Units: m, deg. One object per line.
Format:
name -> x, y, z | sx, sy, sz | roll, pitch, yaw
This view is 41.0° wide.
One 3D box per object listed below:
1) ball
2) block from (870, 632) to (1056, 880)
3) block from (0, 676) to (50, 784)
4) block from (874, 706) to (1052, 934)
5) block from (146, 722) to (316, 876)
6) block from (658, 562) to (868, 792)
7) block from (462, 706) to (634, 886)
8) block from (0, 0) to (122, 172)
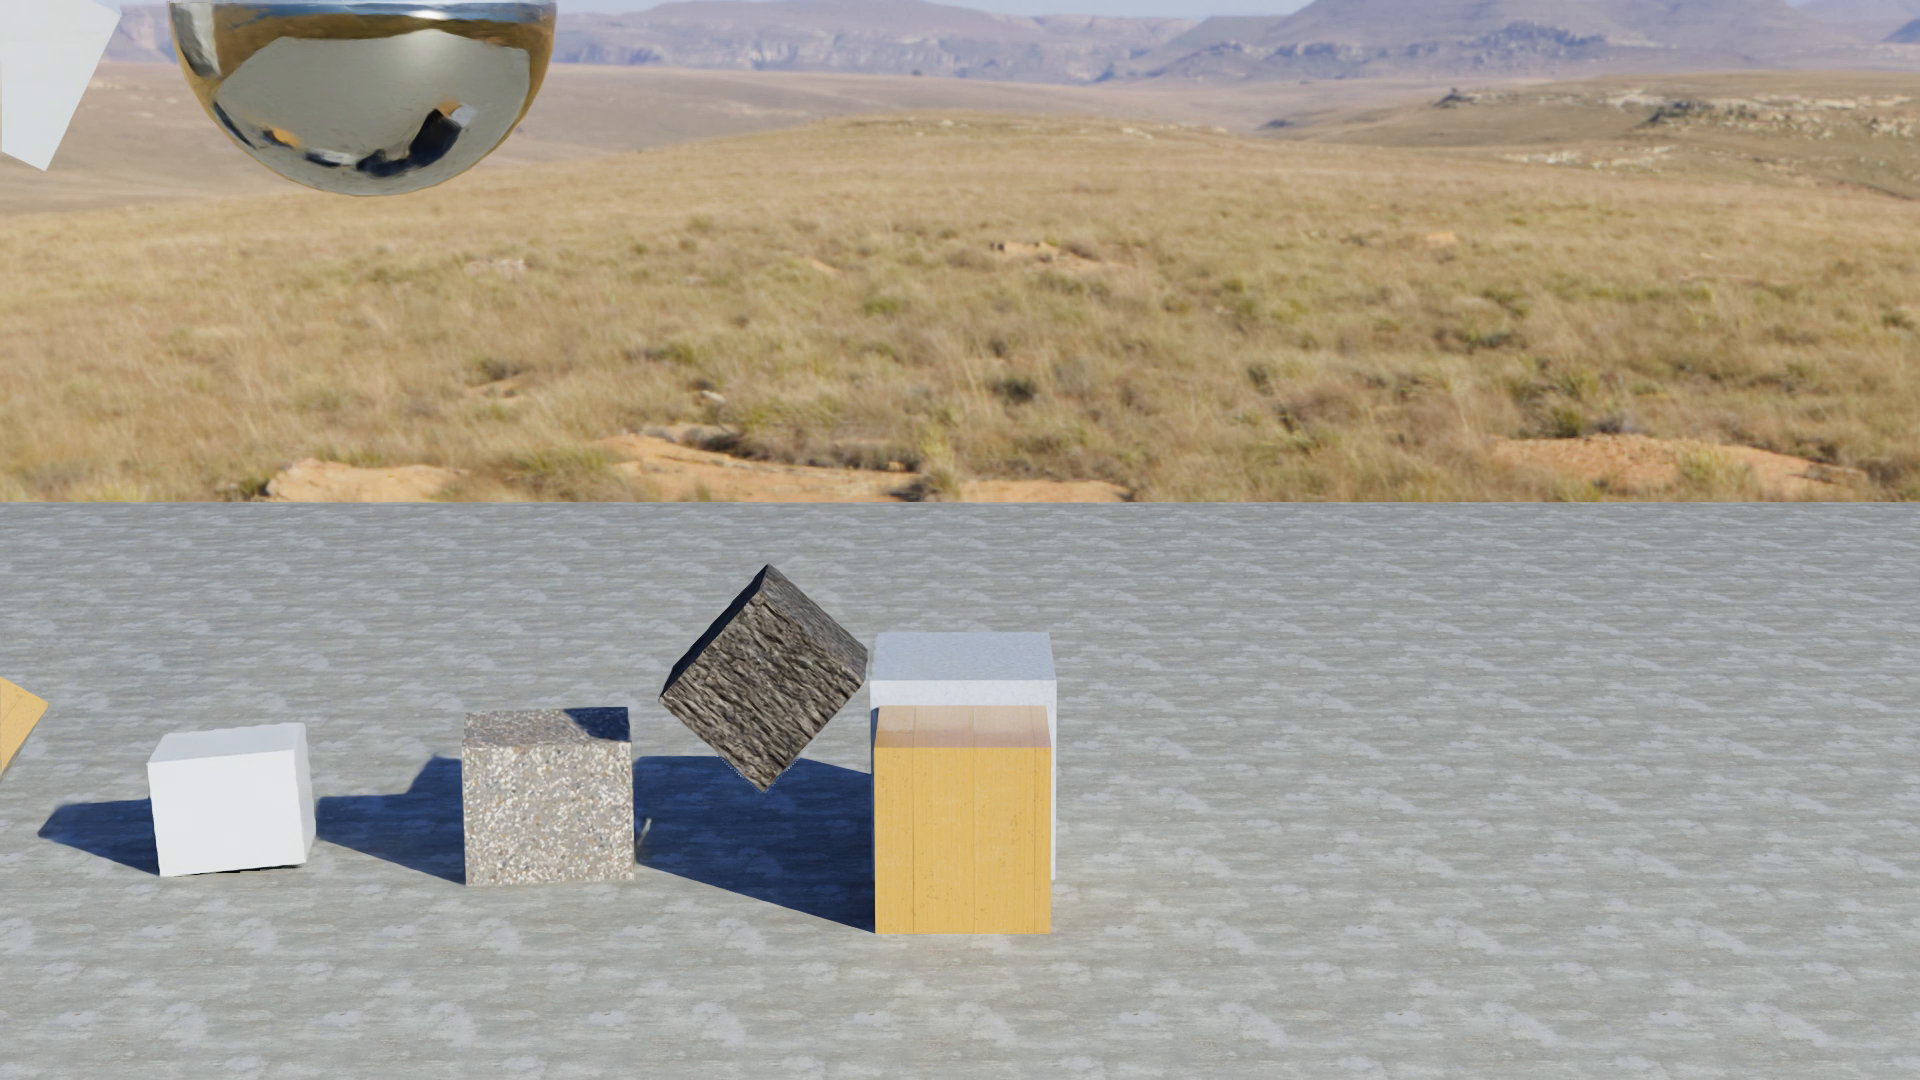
ball -> -2.498, -2.245, 10.772 | 1.600, 1.600, 1.600 | 0, 10, 0
block -> 0.015, 0.967, 11.722 | 0.810, 0.902, 0.984 | 0, 10, 0
block -> -4.521, 0.916, 11.287 | 0.634, 0.619, 0.607 | 32, 13, -13
block -> 0.012, 1.174, 10.889 | 0.723, 0.794, 0.710 | 0, 10, 0
block -> -3.283, 1.165, 11.601 | 0.628, 0.523, 0.512 | -5, 11, -8
block -> -0.854, 0.594, 11.300 | 0.602, 0.653, 0.631 | 42, 7, -7
block -> -1.852, 1.142, 11.552 | 0.732, 0.619, 0.658 | -2, 10, -9
block -> -3.995, -2.090, 10.550 | 0.808, 0.713, 0.753 | 25, 11, -25
